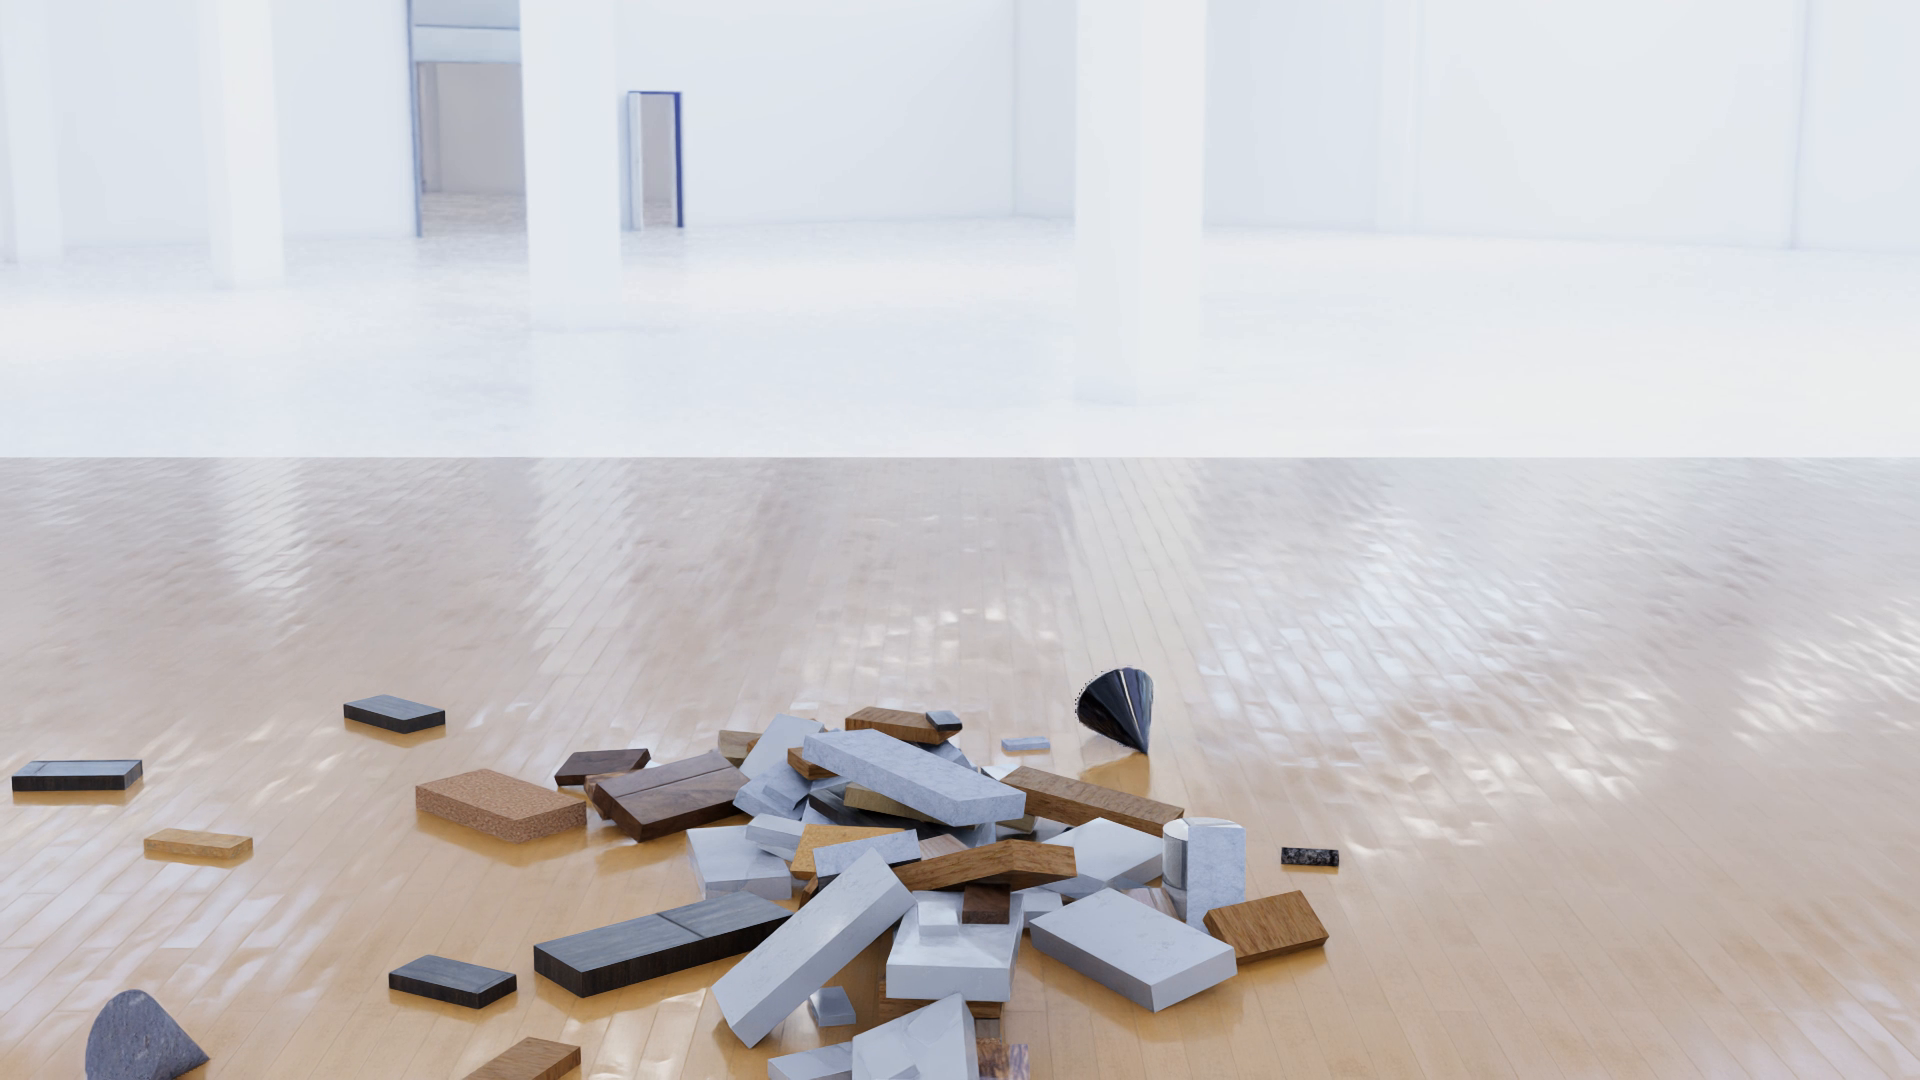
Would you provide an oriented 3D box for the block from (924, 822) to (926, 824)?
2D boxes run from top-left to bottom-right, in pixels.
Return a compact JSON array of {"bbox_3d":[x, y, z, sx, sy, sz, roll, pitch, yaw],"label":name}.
[{"bbox_3d":[0.001,0.532,3.887,0.119,0.034,0.238,-1,11,-4],"label":"block"}]

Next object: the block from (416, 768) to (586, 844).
[{"bbox_3d":[-0.853,0.491,4.080,0.313,0.044,0.157,10,14,42],"label":"block"}]

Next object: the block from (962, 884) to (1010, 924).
[{"bbox_3d":[0.038,0.511,3.095,0.065,0.018,0.130,0,8,2],"label":"block"}]

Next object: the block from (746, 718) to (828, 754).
[{"bbox_3d":[-0.330,0.409,4.362,0.169,0.024,0.085,-17,44,-41],"label":"block"}]

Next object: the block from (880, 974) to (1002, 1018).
[{"bbox_3d":[-0.020,0.625,3.093,0.161,0.046,0.322,0,-4,3],"label":"block"}]

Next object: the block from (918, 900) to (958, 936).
[{"bbox_3d":[-0.031,0.522,3.034,0.053,0.015,0.106,0,8,-2],"label":"block"}]

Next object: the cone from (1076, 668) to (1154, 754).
[{"bbox_3d":[0.354,0.387,4.548,0.174,0.174,0.174,-4,38,-21],"label":"cone"}]

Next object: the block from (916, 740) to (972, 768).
[{"bbox_3d":[-0.070,0.431,4.280,0.117,0.033,0.234,-35,19,-10],"label":"block"}]

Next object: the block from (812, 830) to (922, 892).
[{"bbox_3d":[-0.141,0.523,3.398,0.156,0.044,0.311,-10,-22,-6],"label":"block"}]

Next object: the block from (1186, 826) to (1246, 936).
[{"bbox_3d":[0.404,0.544,3.472,0.090,0.181,0.026,1,-24,6],"label":"block"}]

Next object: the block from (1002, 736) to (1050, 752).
[{"bbox_3d":[0.136,0.421,4.543,0.092,0.013,0.046,-3,11,-15],"label":"block"}]

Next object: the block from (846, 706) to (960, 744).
[{"bbox_3d":[-0.113,0.363,4.319,0.202,0.029,0.101,5,11,24],"label":"block"}]

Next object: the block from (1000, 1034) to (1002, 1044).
[{"bbox_3d":[-0.001,0.714,2.914,0.113,0.032,0.225,0,11,1],"label":"block"}]

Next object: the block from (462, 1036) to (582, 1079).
[{"bbox_3d":[-0.590,0.713,2.938,0.085,0.024,0.171,5,11,23],"label":"block"}]

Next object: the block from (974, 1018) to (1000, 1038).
[{"bbox_3d":[-0.001,0.663,3.048,0.112,0.032,0.225,0,-3,1],"label":"block"}]

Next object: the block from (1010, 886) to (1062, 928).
[{"bbox_3d":[0.113,0.579,3.552,0.095,0.027,0.190,0,11,-2],"label":"block"}]

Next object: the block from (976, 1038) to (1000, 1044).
[{"bbox_3d":[-0.004,0.705,2.792,0.113,0.032,0.225,0,18,1],"label":"block"}]

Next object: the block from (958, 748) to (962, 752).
[{"bbox_3d":[-0.025,0.450,4.281,0.070,0.020,0.139,-11,19,-1],"label":"block"}]

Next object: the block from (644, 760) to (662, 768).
[{"bbox_3d":[-0.608,0.464,4.269,0.101,0.029,0.203,-10,14,-42],"label":"block"}]

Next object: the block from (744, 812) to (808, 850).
[{"bbox_3d":[-0.267,0.507,3.758,0.183,0.026,0.091,11,7,8],"label":"block"}]

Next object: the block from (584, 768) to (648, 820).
[{"bbox_3d":[-0.591,0.471,4.119,0.203,0.029,0.101,-4,32,-31],"label":"block"}]

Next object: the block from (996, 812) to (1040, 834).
[{"bbox_3d":[0.025,0.472,3.989,0.238,0.034,0.119,15,9,7],"label":"block"}]

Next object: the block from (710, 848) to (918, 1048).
[{"bbox_3d":[-0.210,0.576,3.129,0.308,0.044,0.154,-41,18,-6],"label":"block"}]

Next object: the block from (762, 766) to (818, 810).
[{"bbox_3d":[-0.308,0.455,4.048,0.067,0.019,0.133,29,18,11],"label":"block"}]

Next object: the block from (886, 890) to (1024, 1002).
[{"bbox_3d":[-0.002,0.554,3.022,0.161,0.046,0.322,1,8,5],"label":"block"}]

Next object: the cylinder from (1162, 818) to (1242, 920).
[{"bbox_3d":[0.397,0.537,3.592,0.133,0.133,0.133,0,11,0],"label":"cylinder"}]

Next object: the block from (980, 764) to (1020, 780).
[{"bbox_3d":[0.098,0.467,4.276,0.072,0.020,0.143,-4,11,-19],"label":"block"}]

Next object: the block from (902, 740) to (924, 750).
[{"bbox_3d":[-0.113,0.444,4.210,0.117,0.033,0.234,-35,19,-10],"label":"block"}]

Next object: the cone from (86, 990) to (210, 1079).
[{"bbox_3d":[-1.064,0.689,2.956,0.148,0.148,0.148,7,-14,33],"label":"cone"}]

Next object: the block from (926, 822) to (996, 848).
[{"bbox_3d":[0.002,0.523,3.755,0.119,0.034,0.238,0,15,0],"label":"block"}]

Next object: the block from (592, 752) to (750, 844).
[{"bbox_3d":[-0.519,0.472,4.061,0.285,0.040,0.143,-11,36,-45],"label":"block"}]

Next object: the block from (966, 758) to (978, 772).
[{"bbox_3d":[-0.022,0.446,4.388,0.070,0.020,0.140,-4,11,-20],"label":"block"}]

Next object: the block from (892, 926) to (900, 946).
[{"bbox_3d":[-0.014,0.594,3.302,0.161,0.046,0.322,0,-4,1],"label":"block"}]

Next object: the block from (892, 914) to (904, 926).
[{"bbox_3d":[-0.062,0.558,3.269,0.150,0.021,0.075,2,-5,-24],"label":"block"}]

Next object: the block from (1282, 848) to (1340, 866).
[{"bbox_3d":[0.610,0.552,3.833,0.099,0.014,0.050,2,11,8],"label":"block"}]

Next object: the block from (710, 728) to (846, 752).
[{"bbox_3d":[-0.345,0.428,4.461,0.310,0.029,0.101,-6,12,-31],"label":"block"}]
